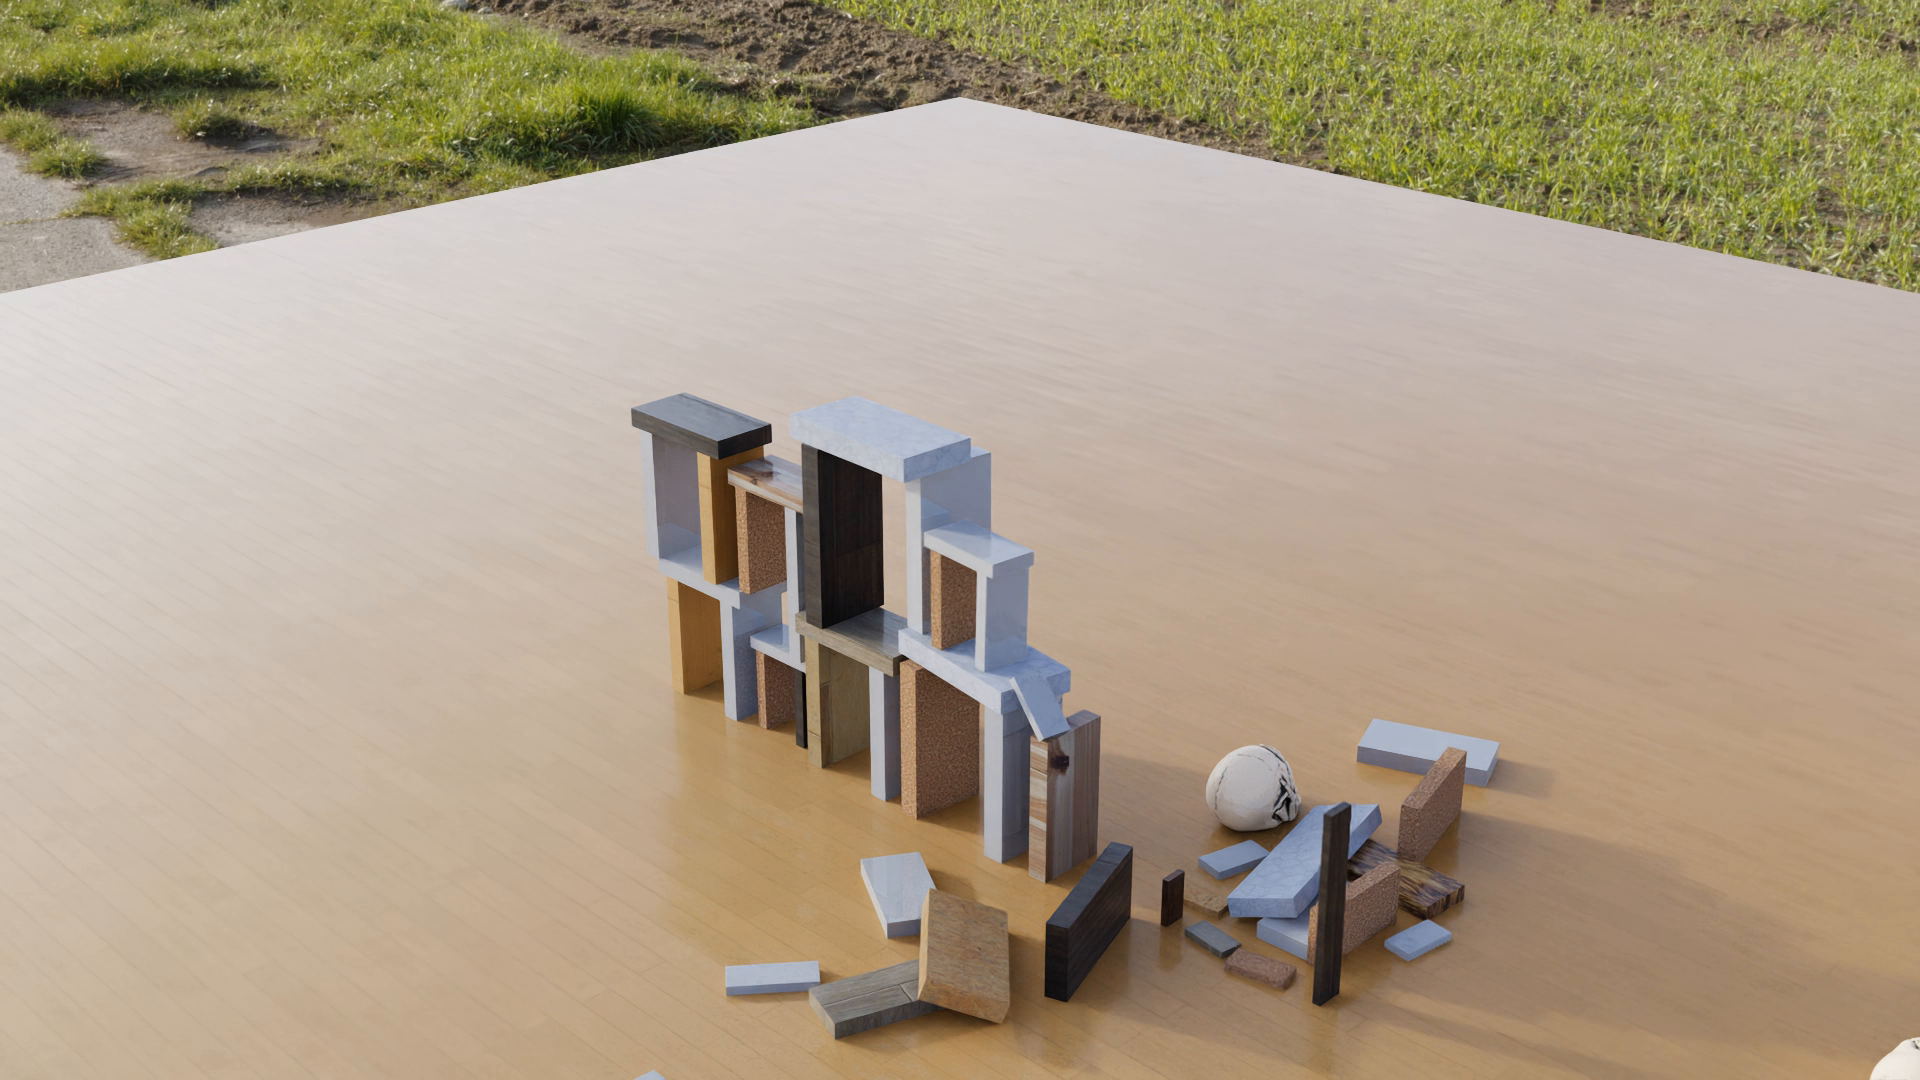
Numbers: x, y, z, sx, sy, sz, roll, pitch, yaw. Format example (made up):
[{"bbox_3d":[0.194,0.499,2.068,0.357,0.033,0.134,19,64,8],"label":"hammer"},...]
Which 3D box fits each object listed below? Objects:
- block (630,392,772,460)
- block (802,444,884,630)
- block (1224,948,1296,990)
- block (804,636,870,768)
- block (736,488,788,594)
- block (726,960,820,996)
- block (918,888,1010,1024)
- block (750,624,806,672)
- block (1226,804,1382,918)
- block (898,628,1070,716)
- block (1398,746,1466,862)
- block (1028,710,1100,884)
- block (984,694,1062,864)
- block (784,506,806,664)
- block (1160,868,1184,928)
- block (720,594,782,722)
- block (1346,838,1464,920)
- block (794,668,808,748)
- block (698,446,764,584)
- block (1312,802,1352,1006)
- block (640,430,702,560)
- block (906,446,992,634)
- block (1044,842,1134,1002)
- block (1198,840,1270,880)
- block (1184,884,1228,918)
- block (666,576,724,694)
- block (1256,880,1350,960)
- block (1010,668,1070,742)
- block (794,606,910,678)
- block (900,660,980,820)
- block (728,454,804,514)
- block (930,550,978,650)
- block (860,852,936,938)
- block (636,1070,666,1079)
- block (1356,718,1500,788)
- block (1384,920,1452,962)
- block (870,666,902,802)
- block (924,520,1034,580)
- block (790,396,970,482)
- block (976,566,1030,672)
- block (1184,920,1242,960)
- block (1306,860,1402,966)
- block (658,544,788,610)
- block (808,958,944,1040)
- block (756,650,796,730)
[{"bbox_3d":[-0.556,-0.247,4.720,0.294,0.042,0.147,21,31,41],"label":"block"},{"bbox_3d":[-0.236,-0.028,4.466,0.172,0.390,0.049,-21,31,-40],"label":"block"},{"bbox_3d":[0.537,0.767,3.933,0.114,0.016,0.057,15,27,30],"label":"block"},{"bbox_3d":[-0.254,0.320,4.630,0.042,0.294,0.147,21,31,41],"label":"block"},{"bbox_3d":[-0.417,-0.014,4.675,0.034,0.238,0.119,21,31,40],"label":"block"},{"bbox_3d":[-0.332,0.778,3.904,0.166,0.018,0.065,-2,23,-6],"label":"block"},{"bbox_3d":[0.008,0.735,3.904,0.152,0.043,0.303,18,21,-7],"label":"block"},{"bbox_3d":[-0.354,0.232,4.709,0.184,0.026,0.092,21,31,41],"label":"block"},{"bbox_3d":[0.664,0.610,4.208,0.136,0.039,0.424,-6,14,35],"label":"block"},{"bbox_3d":[0.045,0.235,4.288,0.167,0.047,0.335,-16,28,-33],"label":"block"},{"bbox_3d":[0.932,0.528,4.342,0.039,0.136,0.272,13,26,28],"label":"block"},{"bbox_3d":[0.201,0.491,4.215,0.043,0.303,0.152,21,31,40],"label":"block"},{"bbox_3d":[0.123,0.446,4.280,0.047,0.335,0.167,21,31,41],"label":"block"},{"bbox_3d":[-0.305,0.079,4.593,0.119,0.345,0.034,-21,31,-41],"label":"block"},{"bbox_3d":[0.394,0.663,4.072,0.014,0.098,0.049,20,30,38],"label":"block"},{"bbox_3d":[-0.454,0.245,4.826,0.040,0.279,0.140,21,31,41],"label":"block"},{"bbox_3d":[0.832,0.646,4.195,0.116,0.033,0.231,-19,30,-38],"label":"block"},{"bbox_3d":[-0.310,0.346,4.710,0.092,0.184,0.026,-21,31,-41],"label":"block"},{"bbox_3d":[-0.487,-0.065,4.721,0.042,0.294,0.147,21,31,41],"label":"block"},{"bbox_3d":[0.641,0.630,3.792,0.057,0.378,0.016,-21,30,-41],"label":"block"},{"bbox_3d":[-0.626,-0.119,4.849,0.042,0.294,0.147,21,31,41],"label":"block"},{"bbox_3d":[-0.022,0.000,4.338,0.172,0.344,0.049,-16,28,-34],"label":"block"},{"bbox_3d":[0.233,0.683,3.956,0.043,0.152,0.303,11,25,23],"label":"block"},{"bbox_3d":[0.535,0.621,4.273,0.130,0.018,0.065,-14,27,-29],"label":"block"},{"bbox_3d":[0.457,0.680,4.141,0.098,0.014,0.049,17,28,35],"label":"block"},{"bbox_3d":[-0.586,0.194,4.947,0.040,0.279,0.139,21,31,41],"label":"block"},{"bbox_3d":[0.666,0.697,4.076,0.116,0.033,0.231,20,30,39],"label":"block"},{"bbox_3d":[0.150,0.309,4.123,0.065,0.018,0.130,-16,72,-33],"label":"block"},{"bbox_3d":[-0.185,0.192,4.501,0.147,0.042,0.294,-21,31,-41],"label":"block"},{"bbox_3d":[-0.039,0.382,4.433,0.167,0.335,0.047,-18,29,-37],"label":"block"},{"bbox_3d":[-0.360,-0.117,4.570,0.238,0.034,0.119,21,31,41],"label":"block"},{"bbox_3d":[-0.008,0.104,4.275,0.102,0.203,0.029,-19,29,-38],"label":"block"},{"bbox_3d":[-0.106,0.667,4.146,0.116,0.033,0.231,-6,24,-13],"label":"block"},{"bbox_3d":[-0.559,0.929,3.424,0.231,0.116,0.033,-20,30,-39],"label":"block"},{"bbox_3d":[0.991,0.449,4.654,0.272,0.039,0.136,10,25,22],"label":"block"},{"bbox_3d":[0.837,0.731,4.017,0.114,0.016,0.057,-16,28,-34],"label":"block"},{"bbox_3d":[-0.115,0.374,4.502,0.147,0.294,0.042,-21,31,-41],"label":"block"},{"bbox_3d":[0.035,0.016,4.184,0.102,0.029,0.203,-18,29,-36],"label":"block"},{"bbox_3d":[-0.159,-0.201,4.311,0.172,0.049,0.344,-20,30,-39],"label":"block"},{"bbox_3d":[0.080,0.143,4.183,0.102,0.203,0.029,-16,29,-33],"label":"block"},{"bbox_3d":[0.462,0.730,4.022,0.049,0.014,0.098,-16,28,-34],"label":"block"},{"bbox_3d":[0.718,0.682,4.004,0.231,0.116,0.033,-21,31,-40],"label":"block"},{"bbox_3d":[-0.520,0.073,4.825,0.279,0.040,0.140,21,31,41],"label":"block"},{"bbox_3d":[-0.135,0.797,3.839,0.231,0.033,0.116,-11,25,-24],"label":"block"},{"bbox_3d":[-0.397,0.312,4.790,0.026,0.184,0.092,21,31,41],"label":"block"}]
